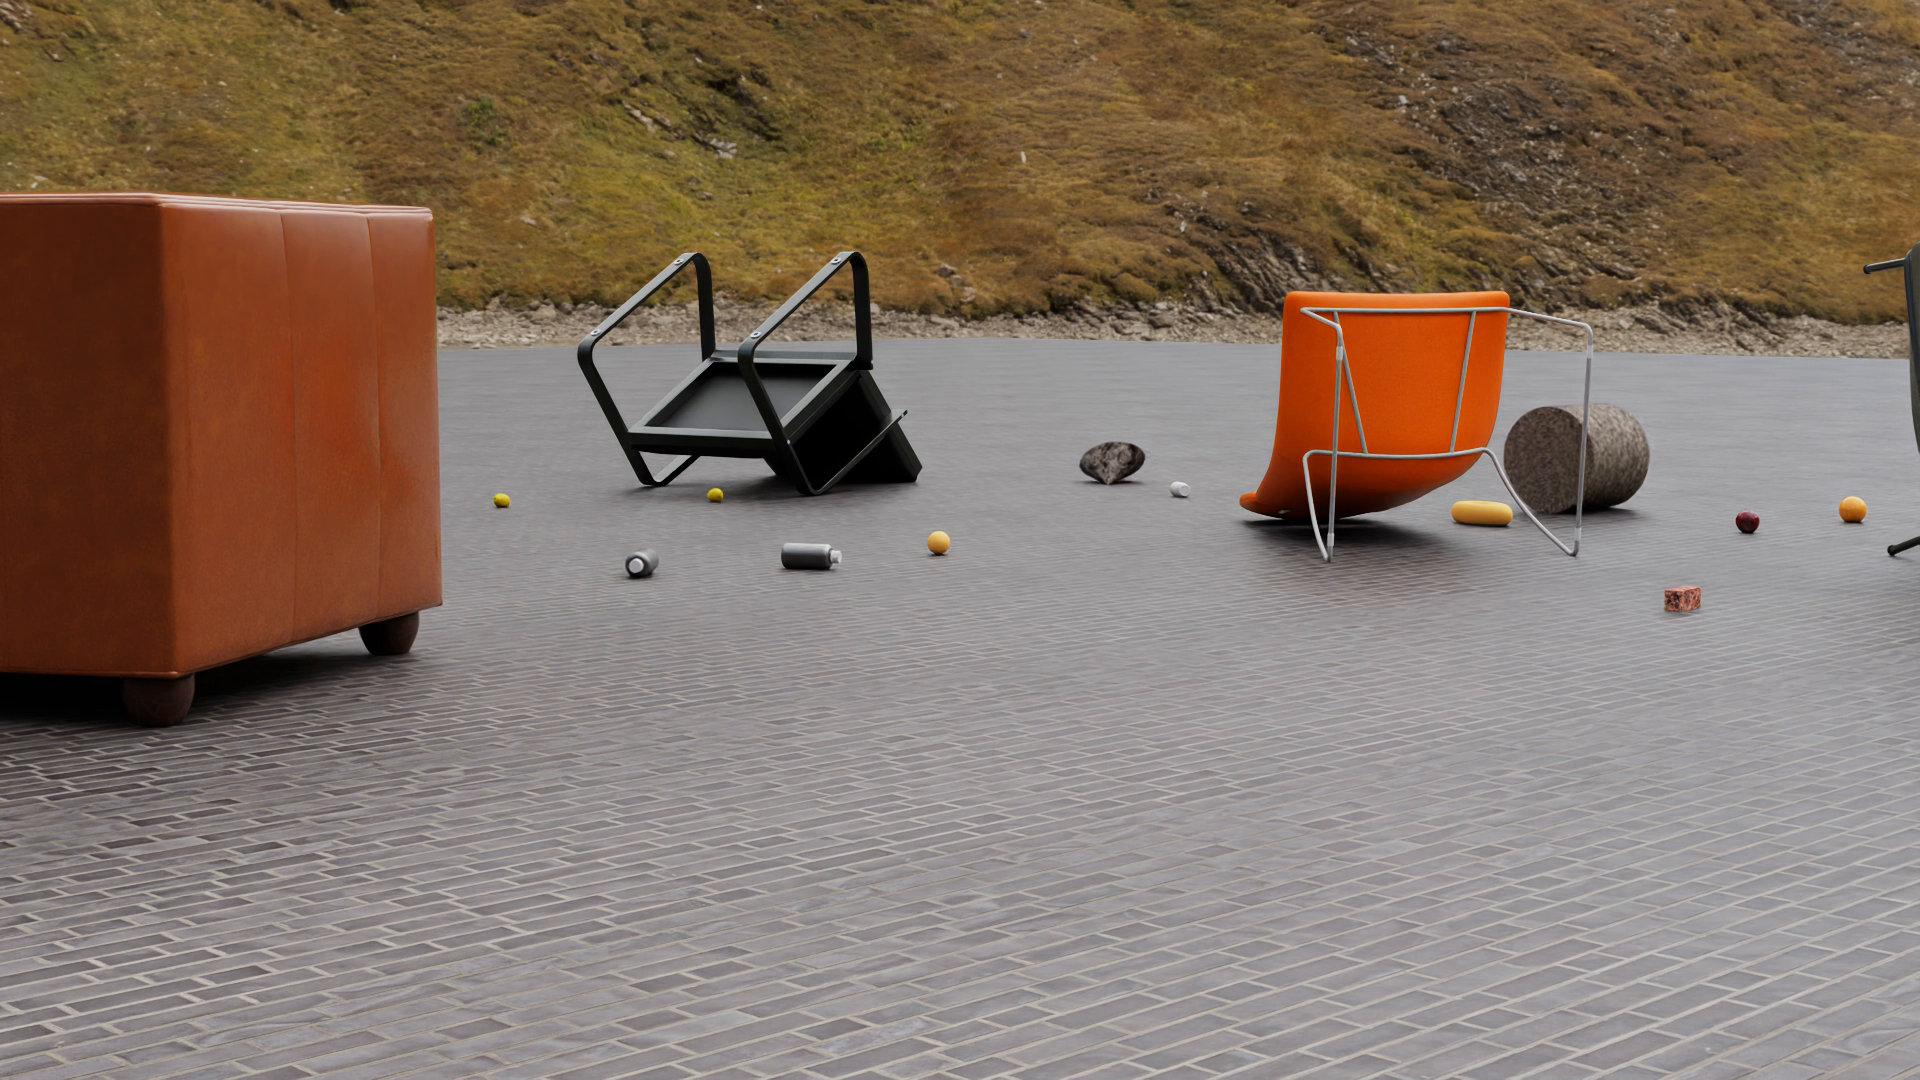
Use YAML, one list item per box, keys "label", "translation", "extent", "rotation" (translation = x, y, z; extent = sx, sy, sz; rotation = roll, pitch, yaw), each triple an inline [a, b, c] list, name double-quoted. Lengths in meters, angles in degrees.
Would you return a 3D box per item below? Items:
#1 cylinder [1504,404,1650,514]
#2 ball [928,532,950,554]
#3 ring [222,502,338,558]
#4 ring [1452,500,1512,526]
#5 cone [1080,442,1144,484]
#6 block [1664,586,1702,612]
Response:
- label: "cylinder"
  translation: [1.735, -0.232, 7.223]
  extent: [0.278, 0.296, 0.297]
  rotation: [-6, 34, -43]
- label: "ball"
  translation: [-0.050, 0.006, 6.084]
  extent: [0.055, 0.055, 0.055]
  rotation: [0, 6, 0]
- label: "ring"
  translation: [-1.624, -0.023, 6.137]
  extent: [0.266, 0.104, 0.413]
  rotation: [-1, 7, -5]
- label: "ring"
  translation: [1.388, -0.071, 6.823]
  extent: [0.095, 0.057, 0.213]
  rotation: [-6, 7, -31]
- label: "cone"
  translation: [0.477, -0.214, 8.172]
  extent: [0.215, 0.133, 0.171]
  rotation: [-10, 26, 15]
- label: "block"
  translation: [1.432, 0.116, 5.083]
  extent: [0.034, 0.041, 0.091]
  rotation: [5, 8, 41]
